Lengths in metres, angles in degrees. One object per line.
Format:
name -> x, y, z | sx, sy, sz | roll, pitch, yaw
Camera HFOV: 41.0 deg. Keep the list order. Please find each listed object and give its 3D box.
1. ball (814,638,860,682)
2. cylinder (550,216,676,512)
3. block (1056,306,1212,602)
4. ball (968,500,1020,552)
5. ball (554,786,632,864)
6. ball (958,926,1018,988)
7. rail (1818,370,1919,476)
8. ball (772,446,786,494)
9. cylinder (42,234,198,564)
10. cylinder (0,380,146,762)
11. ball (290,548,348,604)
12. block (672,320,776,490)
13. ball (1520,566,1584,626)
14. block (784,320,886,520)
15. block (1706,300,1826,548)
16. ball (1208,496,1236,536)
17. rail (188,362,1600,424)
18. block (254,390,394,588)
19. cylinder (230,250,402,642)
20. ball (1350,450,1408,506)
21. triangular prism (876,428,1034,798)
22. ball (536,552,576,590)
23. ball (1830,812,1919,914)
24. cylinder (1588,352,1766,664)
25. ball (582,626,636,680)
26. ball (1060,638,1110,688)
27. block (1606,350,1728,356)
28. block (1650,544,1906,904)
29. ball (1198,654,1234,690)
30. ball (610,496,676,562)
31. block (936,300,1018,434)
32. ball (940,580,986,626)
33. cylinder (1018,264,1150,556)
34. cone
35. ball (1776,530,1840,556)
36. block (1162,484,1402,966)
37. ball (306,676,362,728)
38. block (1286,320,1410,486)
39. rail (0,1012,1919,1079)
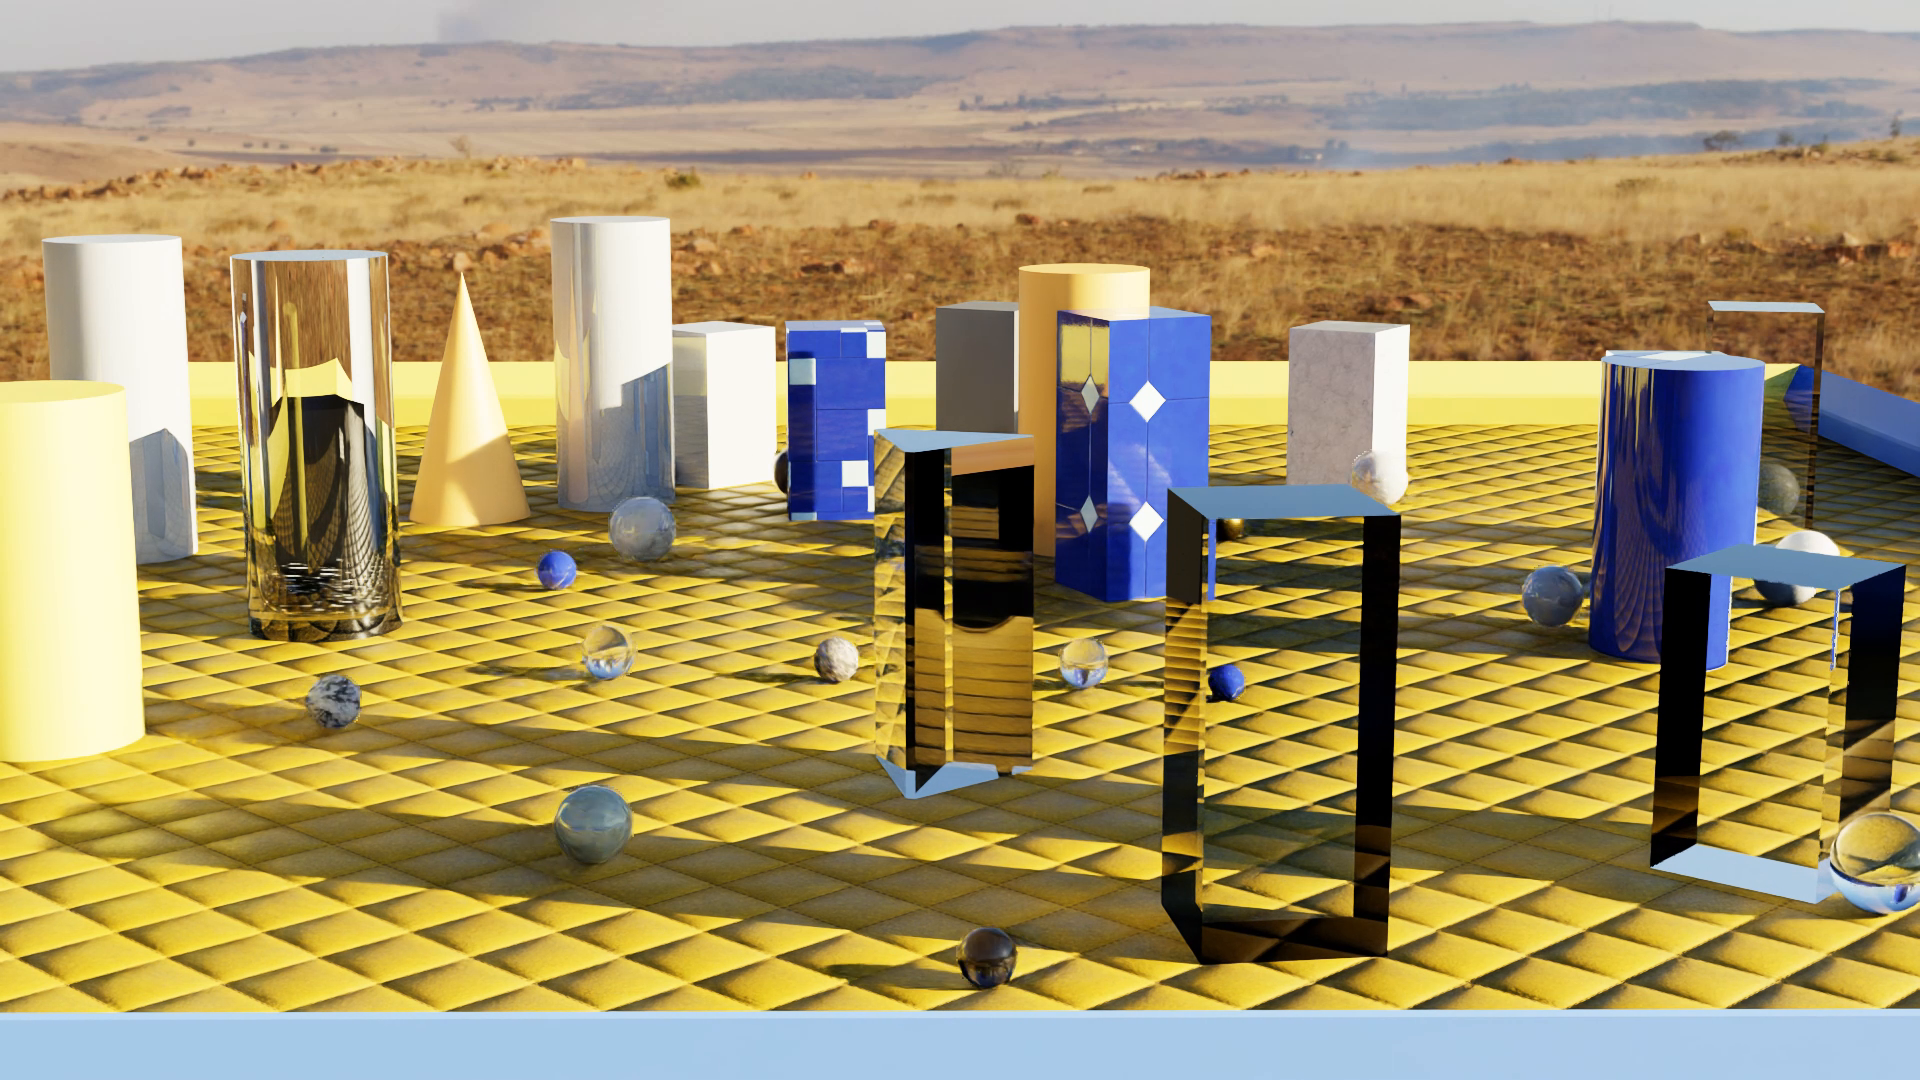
ball -> -0.147, 0.143, 3.061 | 0.054, 0.054, 0.054 | 0, 10, 0
cylinder -> -0.578, -0.297, 4.283 | 0.197, 0.474, 0.197 | 0, 10, 0
block -> 0.240, -0.124, 3.588 | 0.157, 0.387, 0.157 | -5, 12, -24
ball -> 0.052, -0.021, 3.882 | 0.078, 0.078, 0.078 | 0, 10, 0
ball -> -0.338, 0.263, 2.368 | 0.072, 0.072, 0.072 | 0, 10, 0
ball -> 0.022, 0.333, 2.051 | 0.048, 0.048, 0.048 | 0, 10, 0
rail -> 1.701, 0.031, 3.459 | 0.045, 0.128, 3.655 | 0, 10, 0
ball -> -0.269, -0.117, 4.346 | 0.098, 0.098, 0.098 | 0, 10, 0
cylinder -> -1.253, -0.212, 3.832 | 0.197, 0.473, 0.197 | 0, 10, 0
cylinder -> -0.996, 0.029, 2.778 | 0.197, 0.382, 0.197 | 0, 10, 0
ball -> -0.876, 0.050, 3.505 | 0.076, 0.076, 0.076 | 0, 10, 0
block -> -0.437, -0.241, 4.540 | 0.157, 0.271, 0.157 | 10, 14, 43
ball -> 0.777, 0.073, 3.367 | 0.080, 0.080, 0.080 | 0, 10, 0
block -> -0.205, -0.198, 4.207 | 0.157, 0.308, 0.157 | -1, 11, -5
block -> 1.213, -0.171, 3.898 | 0.157, 0.367, 0.157 | 2, 11, 13
ball -> 0.402, -0.038, 4.021 | 0.060, 0.060, 0.060 | 0, 10, 0
rail -> -0.010, -0.296, 5.223 | 3.449, 0.128, 0.045 | 0, 10, 0
block -> -0.907, -0.075, 3.670 | 0.157, 0.262, 0.157 | 0, 11, -3
cylinder -> -0.832, -0.126, 3.327 | 0.197, 0.486, 0.197 | 0, 10, 0
ball -> 0.697, -0.101, 4.266 | 0.095, 0.095, 0.095 | 0, 10, 0
triangular prism -> -0.037, 0.067, 2.656 | 0.170, 0.352, 0.148 | -9, 14, -42
ball -> -0.566, 0.043, 3.598 | 0.055, 0.055, 0.055 | 0, 10, 0
ball -> 0.801, 0.281, 2.227 | 0.088, 0.088, 0.088 | 0, 10, 0
cylinder -> 0.895, -0.042, 3.211 | 0.197, 0.364, 0.197 | 0, 10, 0
ball -> -0.421, 0.135, 3.078 | 0.065, 0.065, 0.065 | 0, 10, 0
ball -> 0.147, 0.146, 3.034 | 0.059, 0.059, 0.059 | 0, 10, 0
block -> 0.991, -0.092, 3.582 | 0.157, 0.327, 0.157 | 0, 11, 2
block -> 0.745, 0.162, 2.339 | 0.157, 0.281, 0.157 | 9, 14, 40
ball -> 0.302, 0.155, 3.029 | 0.042, 0.042, 0.042 | 0, 10, 0
ball -> -0.469, -0.015, 3.796 | 0.098, 0.098, 0.098 | 0, 10, 0
block -> 0.062, -0.280, 4.684 | 0.157, 0.295, 0.157 | 5, 12, 26
ball -> 0.003, 0.082, 3.371 | 0.061, 0.061, 0.061 | 0, 10, 0
cylinder -> 0.187, -0.199, 3.893 | 0.197, 0.424, 0.197 | 0, 10, 0
cone -> -0.802, -0.237, 4.166 | 0.197, 0.399, 0.197 | 0, 10, 0
ball -> 1.167, 0.034, 3.538 | 0.095, 0.095, 0.095 | 0, 10, 0
block -> 0.265, 0.150, 2.156 | 0.157, 0.371, 0.157 | -1, 11, -7
ball -> -0.696, 0.180, 2.850 | 0.059, 0.059, 0.059 | 0, 10, 0
block -> 0.674, -0.231, 4.459 | 0.157, 0.281, 0.157 | 6, 12, 30
rail -> 0.010, 0.362, 1.675 | 3.449, 0.128, 0.045 | 0, 10, 0
